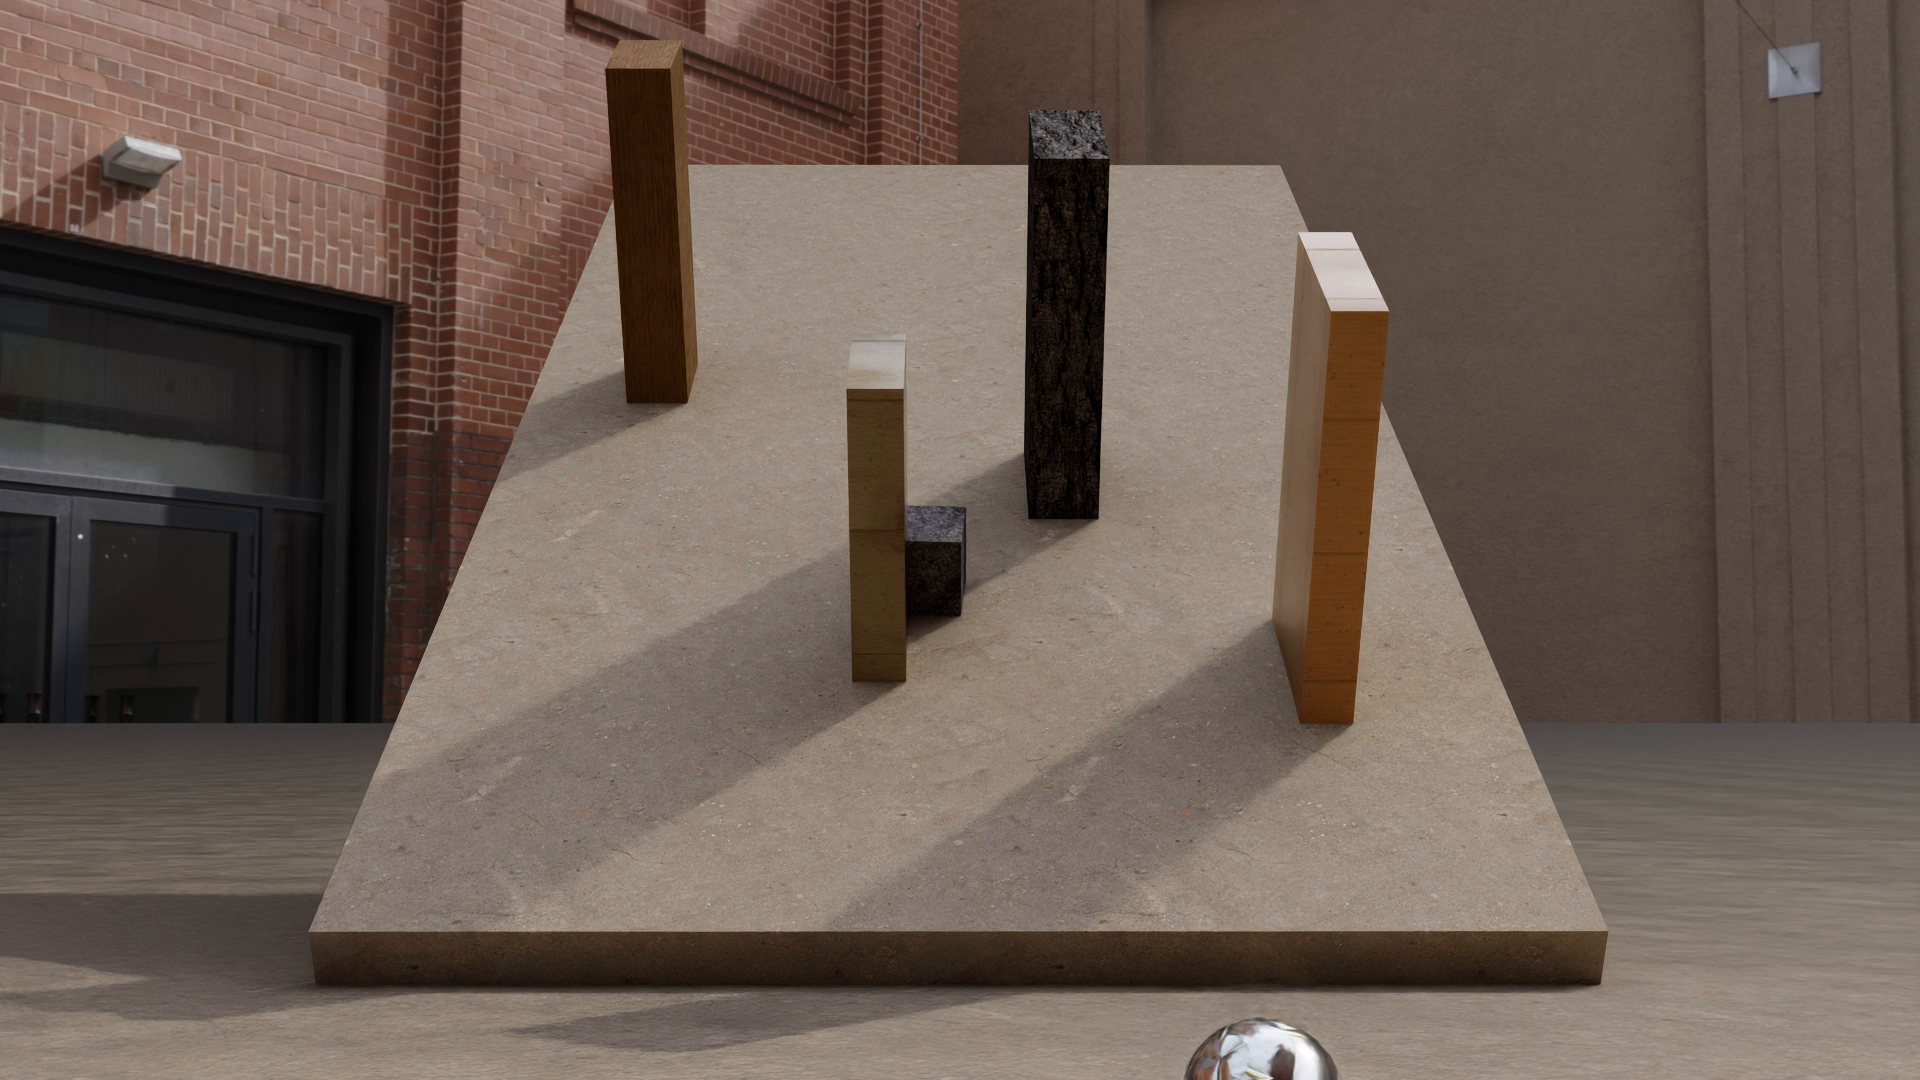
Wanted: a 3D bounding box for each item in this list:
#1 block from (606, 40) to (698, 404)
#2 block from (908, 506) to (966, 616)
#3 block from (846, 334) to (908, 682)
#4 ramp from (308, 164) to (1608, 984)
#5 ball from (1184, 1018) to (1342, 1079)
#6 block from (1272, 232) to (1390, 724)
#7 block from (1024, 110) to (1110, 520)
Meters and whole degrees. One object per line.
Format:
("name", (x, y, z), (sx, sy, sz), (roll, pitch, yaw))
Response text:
("block", (-0.708, -0.732, 5.453), (0.143, 0.794, 0.252), (0, 26, 0))
("block", (-0.072, 0.039, 4.598), (0.159, 0.159, 0.159), (2, 26, 3))
("block", (-0.148, -0.059, 4.317), (0.099, 0.580, 0.265), (0, 26, 0))
("ramp", (-0.010, -0.229, 5.444), (2.000, 0.100, 4.000), (0, 26, 0))
("ball", (0.270, 0.501, 2.105), (0.146, 0.146, 0.146), (0, -4, 0))
("block", (0.652, -0.112, 4.202), (0.095, 0.780, 0.401), (0, 26, 0))
("block", (0.218, -0.471, 4.936), (0.147, 0.781, 0.346), (0, 26, 0))
